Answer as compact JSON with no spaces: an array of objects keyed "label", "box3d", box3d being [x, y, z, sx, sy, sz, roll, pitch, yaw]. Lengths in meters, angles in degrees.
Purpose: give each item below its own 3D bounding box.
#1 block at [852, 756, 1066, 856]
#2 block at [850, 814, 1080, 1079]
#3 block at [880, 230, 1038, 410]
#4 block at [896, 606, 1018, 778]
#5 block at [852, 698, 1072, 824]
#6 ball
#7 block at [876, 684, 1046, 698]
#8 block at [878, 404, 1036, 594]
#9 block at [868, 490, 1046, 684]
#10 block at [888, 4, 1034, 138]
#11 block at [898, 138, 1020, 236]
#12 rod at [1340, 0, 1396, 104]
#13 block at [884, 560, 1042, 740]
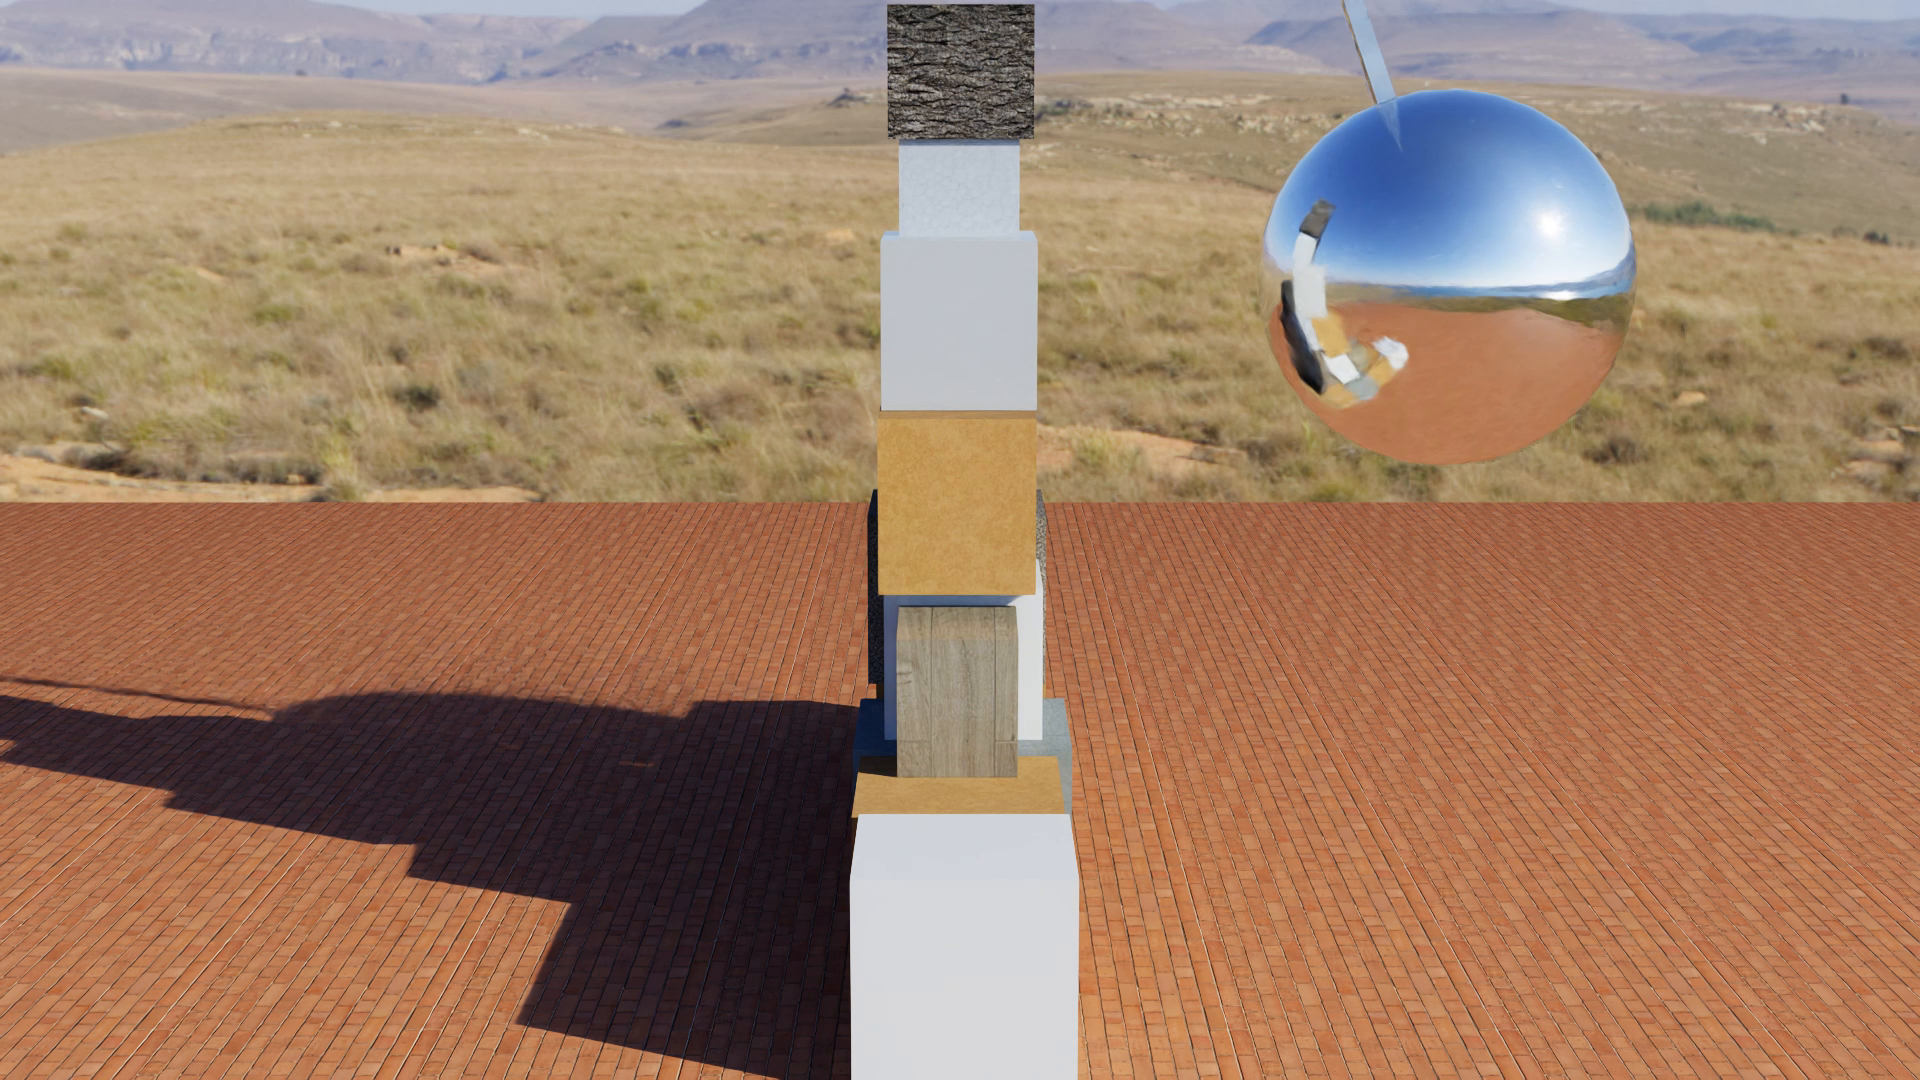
[{"label":"block","box3d":[-0.005,1.335,10.094,0.801,0.763,0.874,0,10,0]},{"label":"block","box3d":[0.015,1.478,9.262,0.787,0.778,0.794,0,10,0]},{"label":"block","box3d":[-0.004,-0.931,10.767,0.636,0.689,0.691,0,10,0]},{"label":"block","box3d":[-0.010,0.603,10.294,0.476,0.569,0.475,0,15,0]},{"label":"block","box3d":[0.010,1.164,10.958,0.896,0.789,0.868,0,10,0]},{"label":"ball","box3d":[2.074,-1.119,10.977,1.600,1.600,1.600,0,10,0]},{"label":"block","box3d":[0.004,0.968,11.811,0.748,0.871,0.861,0,10,0]},{"label":"block","box3d":[-0.012,-0.186,10.611,0.636,0.715,0.632,0,10,0]},{"label":"block","box3d":[-0.014,0.197,11.548,0.775,0.740,0.769,0,10,0]},{"label":"block","box3d":[0.004,-1.974,10.821,0.605,0.545,0.549,0,10,0]},{"label":"block","box3d":[-0.003,-1.509,10.906,0.501,0.400,0.498,0,10,0]},{"label":"rod","box3d":[0.899,-4.258,10.406,0.080,5.200,0.080,-20,10,4]},{"label":"block","box3d":[0.014,0.455,10.868,0.652,0.639,0.641,0,10,0]}]
